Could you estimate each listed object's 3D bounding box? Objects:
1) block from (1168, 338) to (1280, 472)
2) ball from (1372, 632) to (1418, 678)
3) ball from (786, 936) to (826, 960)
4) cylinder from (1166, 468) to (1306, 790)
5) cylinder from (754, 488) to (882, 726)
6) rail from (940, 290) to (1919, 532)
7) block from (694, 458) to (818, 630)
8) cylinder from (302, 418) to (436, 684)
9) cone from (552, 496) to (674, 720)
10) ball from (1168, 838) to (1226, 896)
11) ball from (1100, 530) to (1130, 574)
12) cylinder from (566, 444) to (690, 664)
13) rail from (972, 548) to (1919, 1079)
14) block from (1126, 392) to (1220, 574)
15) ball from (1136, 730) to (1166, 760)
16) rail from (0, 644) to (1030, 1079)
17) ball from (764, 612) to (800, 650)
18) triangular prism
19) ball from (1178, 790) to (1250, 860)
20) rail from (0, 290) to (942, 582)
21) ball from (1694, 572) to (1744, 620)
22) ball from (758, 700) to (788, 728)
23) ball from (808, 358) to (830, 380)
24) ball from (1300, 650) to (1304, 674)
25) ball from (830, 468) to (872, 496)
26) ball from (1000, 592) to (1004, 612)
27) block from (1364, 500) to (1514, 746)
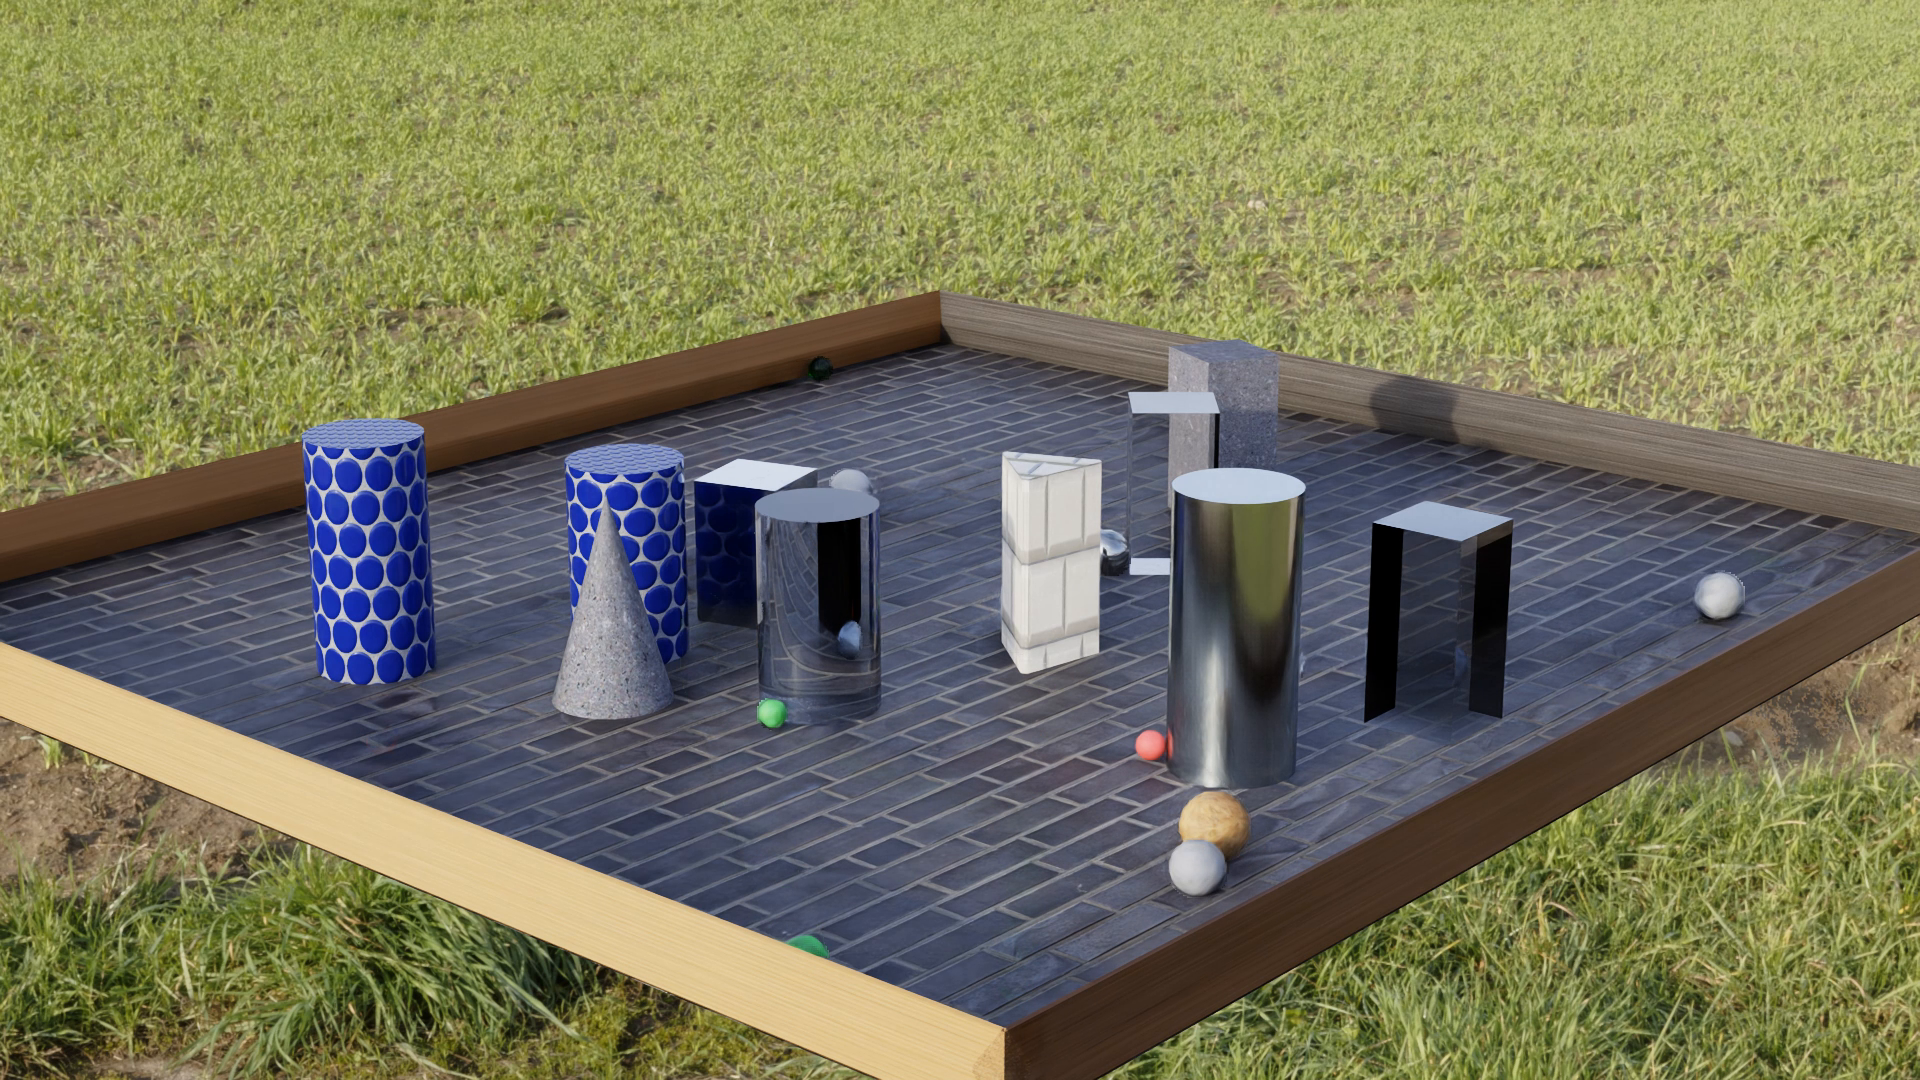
[{"bbox_3d":[0.503,-0.215,5.629,0.153,0.304,0.153,-8,18,-24],"label":"block"},{"bbox_3d":[0.699,0.184,4.707,0.073,0.073,0.073,0,17,0],"label":"ball"},{"bbox_3d":[-0.193,0.518,3.632,0.056,0.056,0.056,0,17,0],"label":"ball"},{"bbox_3d":[0.400,0.128,4.277,0.192,0.430,0.192,0,17,0],"label":"cylinder"},{"bbox_3d":[-0.219,0.101,4.545,0.192,0.325,0.192,0,17,0],"label":"cylinder"},{"bbox_3d":[0.935,-0.280,6.151,2.647,0.125,0.045,14,22,39],"label":"rail"},{"bbox_3d":[-0.345,0.008,4.990,0.153,0.247,0.153,8,18,24],"label":"block"},{"bbox_3d":[-0.948,0.017,4.714,0.192,0.389,0.192,0,17,0],"label":"cylinder"},{"bbox_3d":[-0.546,0.089,4.570,0.192,0.335,0.192,0,17,0],"label":"cone"},{"bbox_3d":[0.314,0.433,3.878,0.076,0.076,0.076,0,17,0],"label":"ball"},{"bbox_3d":[0.263,0.022,5.230,0.081,0.081,0.081,0,17,0],"label":"ball"},{"bbox_3d":[-0.544,0.025,4.796,0.192,0.327,0.192,0,17,0],"label":"cylinder"},{"bbox_3d":[0.981,0.278,4.305,0.045,0.125,2.900,14,22,39],"label":"rail"},{"bbox_3d":[0.380,-0.103,5.268,0.153,0.297,0.153,0,17,0],"label":"block"},{"bbox_3d":[0.283,0.305,4.354,0.045,0.045,0.045,0,17,0],"label":"ball"},{"bbox_3d":[-0.935,0.342,4.090,2.647,0.125,0.045,14,22,39],"label":"rail"},{"bbox_3d":[-0.294,0.150,4.837,0.062,0.062,0.062,0,17,0],"label":"ball"},{"bbox_3d":[0.119,0.028,4.785,0.166,0.326,0.144,-14,22,-39],"label":"triangular prism"},{"bbox_3d":[0.346,0.389,3.989,0.096,0.096,0.096,0,17,0],"label":"ball"},{"bbox_3d":[-0.981,-0.215,5.936,0.045,0.125,2.900,14,22,39],"label":"rail"},{"bbox_3d":[1.292,0.095,4.989,0.081,0.081,0.081,0,17,0],"label":"ball"},{"bbox_3d":[-0.286,0.265,4.488,0.044,0.044,0.044,0,17,0],"label":"ball"},{"bbox_3d":[-0.319,-0.386,6.635,0.051,0.051,0.051,0,17,0],"label":"ball"},{"bbox_3d":[0.509,0.193,4.667,0.078,0.078,0.078,0,17,0],"label":"ball"},{"bbox_3d":[-0.209,-0.096,5.618,0.082,0.082,0.082,0,17,0],"label":"ball"},{"bbox_3d":[0.108,0.106,4.957,0.079,0.079,0.079,0,17,0],"label":"ball"},{"bbox_3d":[0.729,0.125,4.473,0.153,0.322,0.153,13,21,38],"label":"block"}]
